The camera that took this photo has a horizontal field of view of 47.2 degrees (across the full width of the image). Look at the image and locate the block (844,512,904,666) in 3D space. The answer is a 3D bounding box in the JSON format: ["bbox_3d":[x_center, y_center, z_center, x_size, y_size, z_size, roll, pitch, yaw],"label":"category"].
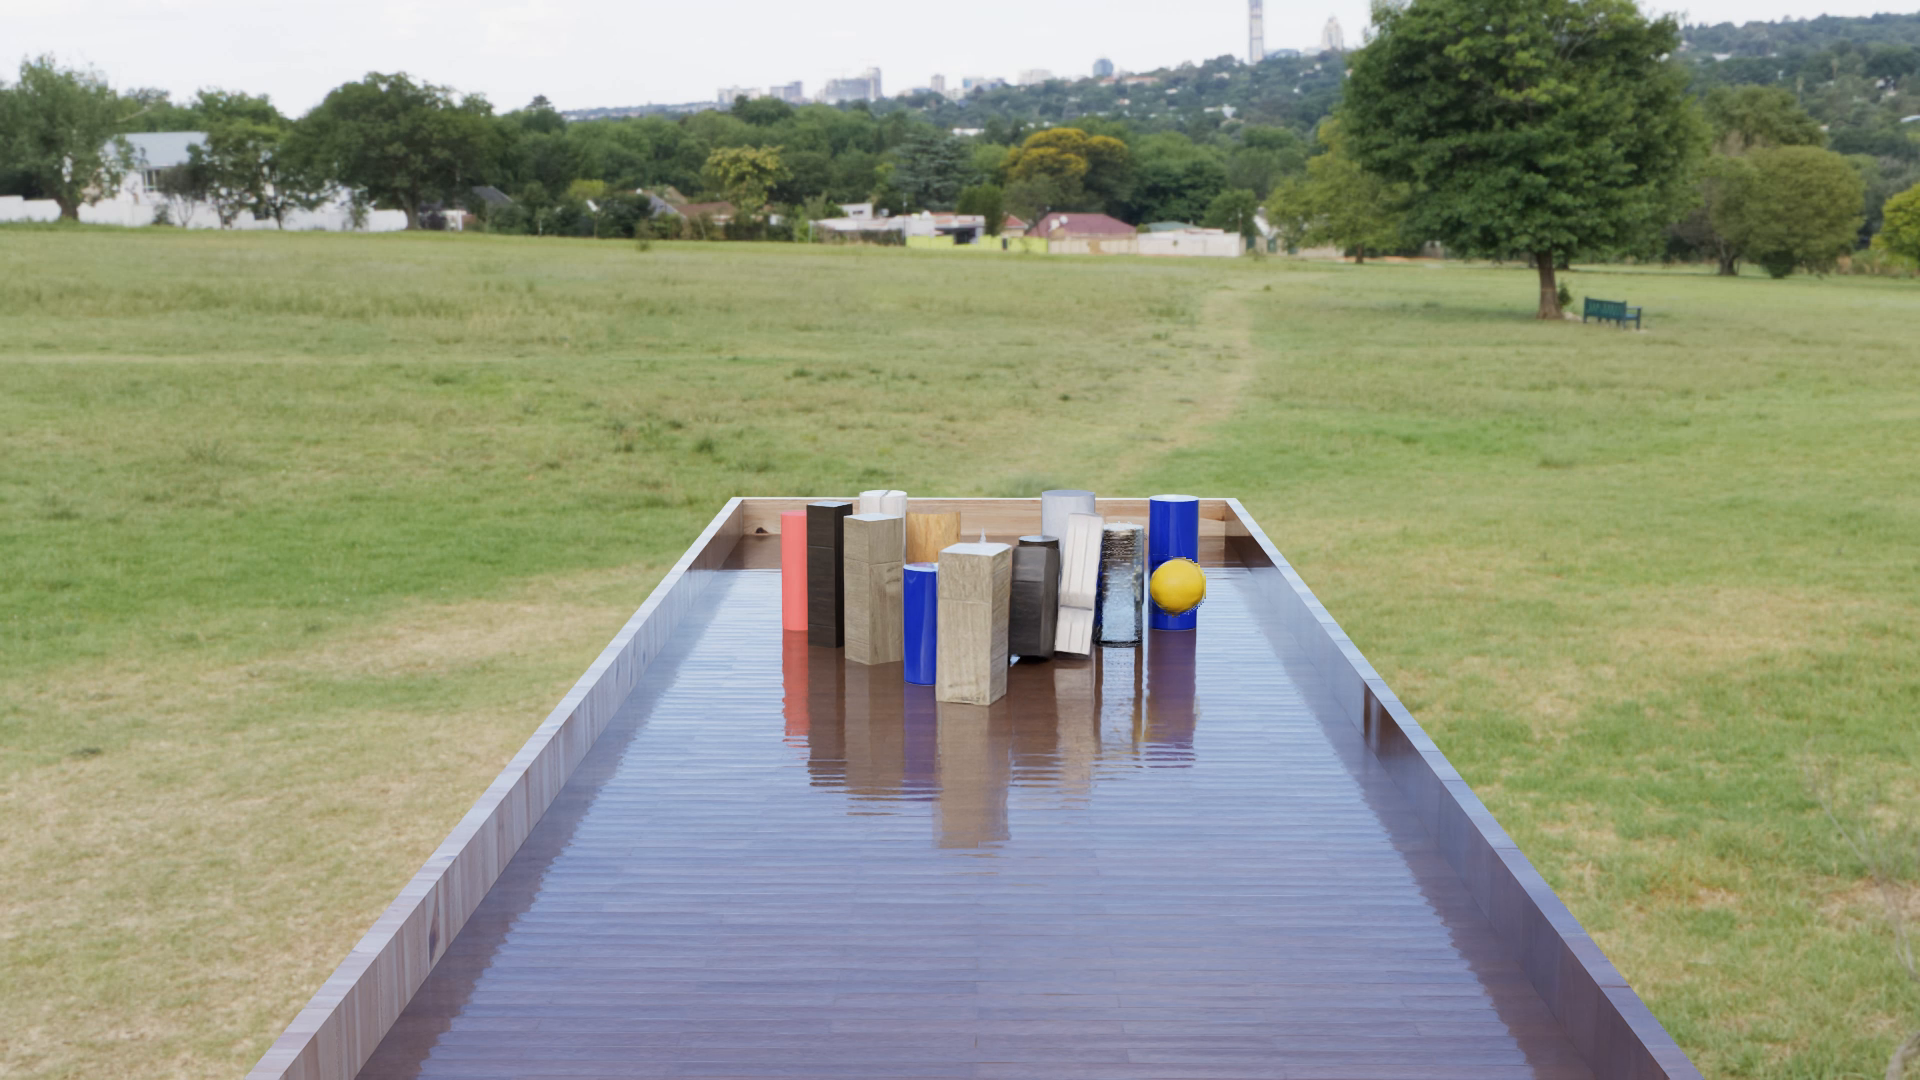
[{"bbox_3d":[-0.262,0.147,6.684,0.129,0.439,0.129,-7,11,-37],"label":"block"}]

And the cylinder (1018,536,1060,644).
[{"bbox_3d":[0.248,0.160,6.935,0.127,0.334,0.127,0,9,0],"label":"cylinder"}]

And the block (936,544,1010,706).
[{"bbox_3d":[0.037,0.234,6.172,0.157,0.422,0.157,5,10,19],"label":"block"}]

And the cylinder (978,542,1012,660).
[{"bbox_3d":[0.076,0.191,6.686,0.156,0.347,0.156,-1,8,0],"label":"cylinder"}]

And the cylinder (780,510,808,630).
[{"bbox_3d":[-0.524,0.099,7.183,0.118,0.377,0.118,0,9,0],"label":"cylinder"}]

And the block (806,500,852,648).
[{"bbox_3d":[-0.408,0.107,6.907,0.104,0.446,0.104,5,10,30],"label":"block"}]

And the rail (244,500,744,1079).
[{"bbox_3d":[-1.004,0.839,3.234,0.050,0.150,12.000,0,9,1],"label":"rail"}]

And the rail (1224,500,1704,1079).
[{"bbox_3d":[1.046,0.843,3.208,0.050,0.150,12.000,0,9,1],"label":"rail"}]

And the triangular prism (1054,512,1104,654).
[{"bbox_3d":[0.360,0.137,6.763,0.106,0.427,0.092,7,-7,-4],"label":"triangular prism"}]

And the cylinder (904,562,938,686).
[{"bbox_3d":[-0.084,0.243,6.406,0.163,0.335,0.163,0,9,0],"label":"cylinder"}]

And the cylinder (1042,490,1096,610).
[{"bbox_3d":[0.351,0.068,7.157,0.174,0.445,0.174,0,9,0],"label":"cylinder"}]

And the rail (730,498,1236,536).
[{"bbox_3d":[0.099,-0.098,9.147,2.100,0.150,0.050,0,9,1],"label":"rail"}]

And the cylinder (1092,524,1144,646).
[{"bbox_3d":[0.498,0.141,6.934,0.158,0.368,0.158,0,8,0],"label":"cylinder"}]

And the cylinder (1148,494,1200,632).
[{"bbox_3d":[0.697,0.074,7.188,0.162,0.425,0.162,0,9,0],"label":"cylinder"}]

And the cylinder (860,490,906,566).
[{"bbox_3d":[-0.250,0.066,7.191,0.156,0.440,0.156,0,9,0],"label":"cylinder"}]

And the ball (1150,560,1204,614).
[{"bbox_3d":[0.678,0.145,6.859,0.172,0.172,0.172,0,9,0],"label":"ball"}]

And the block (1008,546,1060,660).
[{"bbox_3d":[0.223,0.191,6.682,0.110,0.329,0.110,1,-7,26],"label":"block"}]

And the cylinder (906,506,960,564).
[{"bbox_3d":[-0.084,0.114,6.947,0.174,0.420,0.174,0,9,0],"label":"cylinder"}]

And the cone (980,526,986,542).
[{"bbox_3d":[0.075,0.119,7.185,0.145,0.337,0.145,0,9,0],"label":"cone"}]
